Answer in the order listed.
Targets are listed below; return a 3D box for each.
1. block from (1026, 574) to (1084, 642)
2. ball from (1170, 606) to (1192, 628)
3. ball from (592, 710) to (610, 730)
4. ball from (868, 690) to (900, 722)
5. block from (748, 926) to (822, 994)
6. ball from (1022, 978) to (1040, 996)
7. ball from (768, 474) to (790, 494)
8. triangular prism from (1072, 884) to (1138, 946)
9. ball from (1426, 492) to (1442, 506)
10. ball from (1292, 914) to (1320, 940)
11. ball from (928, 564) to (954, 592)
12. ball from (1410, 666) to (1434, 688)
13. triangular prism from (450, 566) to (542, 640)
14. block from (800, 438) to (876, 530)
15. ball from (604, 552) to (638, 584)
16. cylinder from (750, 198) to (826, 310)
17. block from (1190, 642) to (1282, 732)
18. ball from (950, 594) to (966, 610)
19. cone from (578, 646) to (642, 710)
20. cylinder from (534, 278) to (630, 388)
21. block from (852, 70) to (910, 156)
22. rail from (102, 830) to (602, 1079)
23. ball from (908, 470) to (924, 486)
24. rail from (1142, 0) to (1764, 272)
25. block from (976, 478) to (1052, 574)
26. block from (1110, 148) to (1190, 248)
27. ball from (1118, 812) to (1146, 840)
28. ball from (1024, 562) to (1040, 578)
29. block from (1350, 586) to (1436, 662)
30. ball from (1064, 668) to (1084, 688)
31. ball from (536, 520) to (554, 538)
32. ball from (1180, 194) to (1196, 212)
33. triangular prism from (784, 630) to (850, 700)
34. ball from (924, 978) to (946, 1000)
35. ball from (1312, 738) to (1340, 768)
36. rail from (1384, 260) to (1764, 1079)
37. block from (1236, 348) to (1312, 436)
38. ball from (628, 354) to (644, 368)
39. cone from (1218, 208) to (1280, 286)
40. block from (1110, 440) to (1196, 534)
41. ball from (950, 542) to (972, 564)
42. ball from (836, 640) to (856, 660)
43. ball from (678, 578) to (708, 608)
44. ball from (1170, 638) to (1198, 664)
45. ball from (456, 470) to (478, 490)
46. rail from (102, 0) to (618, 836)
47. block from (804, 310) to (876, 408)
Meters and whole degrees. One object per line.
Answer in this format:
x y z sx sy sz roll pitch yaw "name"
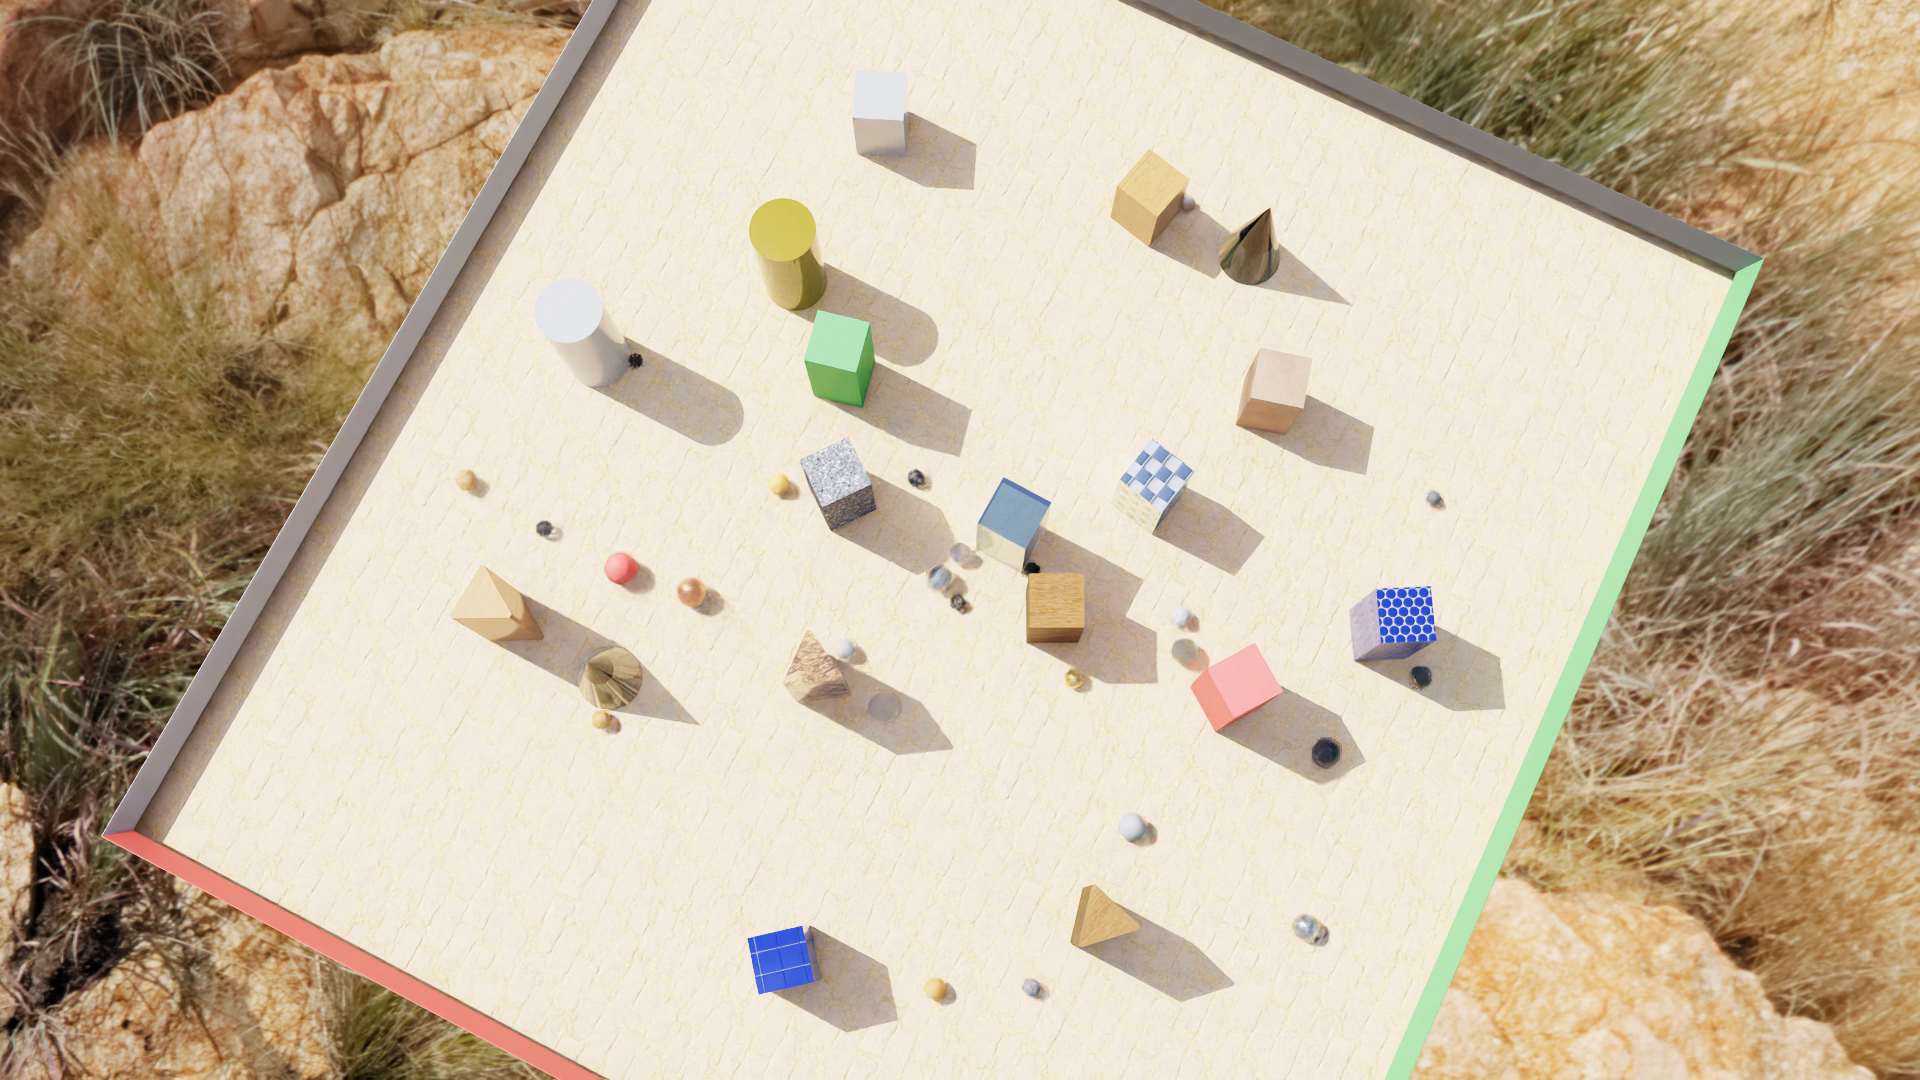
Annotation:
0.279 0.204 5.421 0.157 0.301 0.157 0 78 0 "block"
0.667 0.232 5.536 0.063 0.063 0.063 0 78 0 "ball"
-1.073 0.537 5.476 0.057 0.057 0.057 0 78 0 "ball"
-0.227 0.496 5.467 0.093 0.093 0.093 0 78 0 "ball"
-0.498 1.194 5.225 0.157 0.283 0.157 -13 79 -3 "block"
0.208 1.299 5.321 0.053 0.053 0.053 0 78 0 "ball"
-0.555 -0.172 5.619 0.064 0.064 0.064 0 78 0 "ball"
0.387 1.052 5.199 0.170 0.391 0.147 -16 79 -3 "triangular prism"
1.453 -0.128 5.621 0.044 0.044 0.044 0 78 0 "ball"
1.008 1.128 5.343 0.078 0.078 0.078 0 78 0 "ball"
-0.058 0.116 5.551 0.082 0.082 0.082 0 78 0 "ball"
1.384 0.411 5.497 0.068 0.068 0.068 0 78 0 "ball"
-1.348 0.185 5.365 0.170 0.417 0.147 -1 78 0 "triangular prism"
-0.361 -0.164 5.480 0.157 0.334 0.157 -25 79 -5 "block"
-1.027 0.086 5.549 0.098 0.098 0.098 0 78 0 "ball"
-0.519 -0.862 5.569 0.197 0.442 0.197 0 78 0 "cylinder"
0.798 0.433 5.328 0.157 0.390 0.157 -28 80 -5 "block"
-0.008 0.189 5.554 0.047 0.047 0.047 0 78 0 "ball"
-1.056 0.380 5.359 0.197 0.350 0.197 0 78 0 "cone"
-1.130 -0.617 5.513 0.197 0.452 0.197 0 78 0 "cylinder"
-0.247 -1.337 5.754 0.157 0.272 0.157 4 78 1 "block"
-0.840 1.652 5.208 3.662 0.128 0.045 26 80 5 "rail"
-0.135 -0.191 5.629 0.053 0.053 0.053 0 78 0 "ball"
0.840 -1.639 5.890 3.662 0.128 0.045 26 80 5 "rail"
0.156 -0.040 5.433 0.157 0.376 0.157 28 80 6 "block"
0.589 -1.062 5.705 0.157 0.258 0.157 39 81 7 "block"
0.505 0.845 5.400 0.081 0.081 0.081 0 78 0 "ball"
0.219 0.094 5.571 0.052 0.052 0.052 0 78 0 "ball"
1.265 0.248 5.377 0.157 0.368 0.157 -3 78 -1 "block"
0.342 0.415 5.501 0.058 0.058 0.058 0 78 0 "ball"
-1.269 -0.035 5.597 0.053 0.053 0.053 0 78 0 "ball"
0.720 -1.067 5.811 0.052 0.052 0.052 0 78 0 "ball"
-0.420 0.365 5.344 0.170 0.386 0.147 -6 78 -1 "triangular prism"
-0.073 1.302 5.315 0.064 0.064 0.064 0 78 0 "ball"
1.087 0.634 5.441 0.086 0.086 0.086 0 78 0 "ball"
1.617 0.798 5.385 0.045 0.128 3.805 26 80 5 "rail"
0.949 -0.447 5.552 0.157 0.307 0.157 12 79 2 "block"
-1.011 -0.559 5.709 0.045 0.045 0.045 0 78 0 "ball"
0.916 -0.941 5.604 0.197 0.405 0.197 0 78 0 "cone"
0.575 -0.157 5.488 0.157 0.314 0.157 38 81 7 "block"
0.001 0.041 5.575 0.066 0.066 0.066 0 78 0 "ball"
-0.342 0.330 5.518 0.060 0.060 0.060 0 78 0 "ball"
-0.809 0.159 5.538 0.089 0.089 0.089 0 78 0 "ball"
0.673 0.333 5.507 0.080 0.080 0.080 0 78 0 "ball"
-1.513 -0.181 5.622 0.062 0.062 0.062 0 78 0 "ball"
-1.617 -0.785 5.713 0.045 0.128 3.805 26 80 5 "rail"
-0.360 -0.542 5.536 0.157 0.379 0.157 14 79 3 "block"
